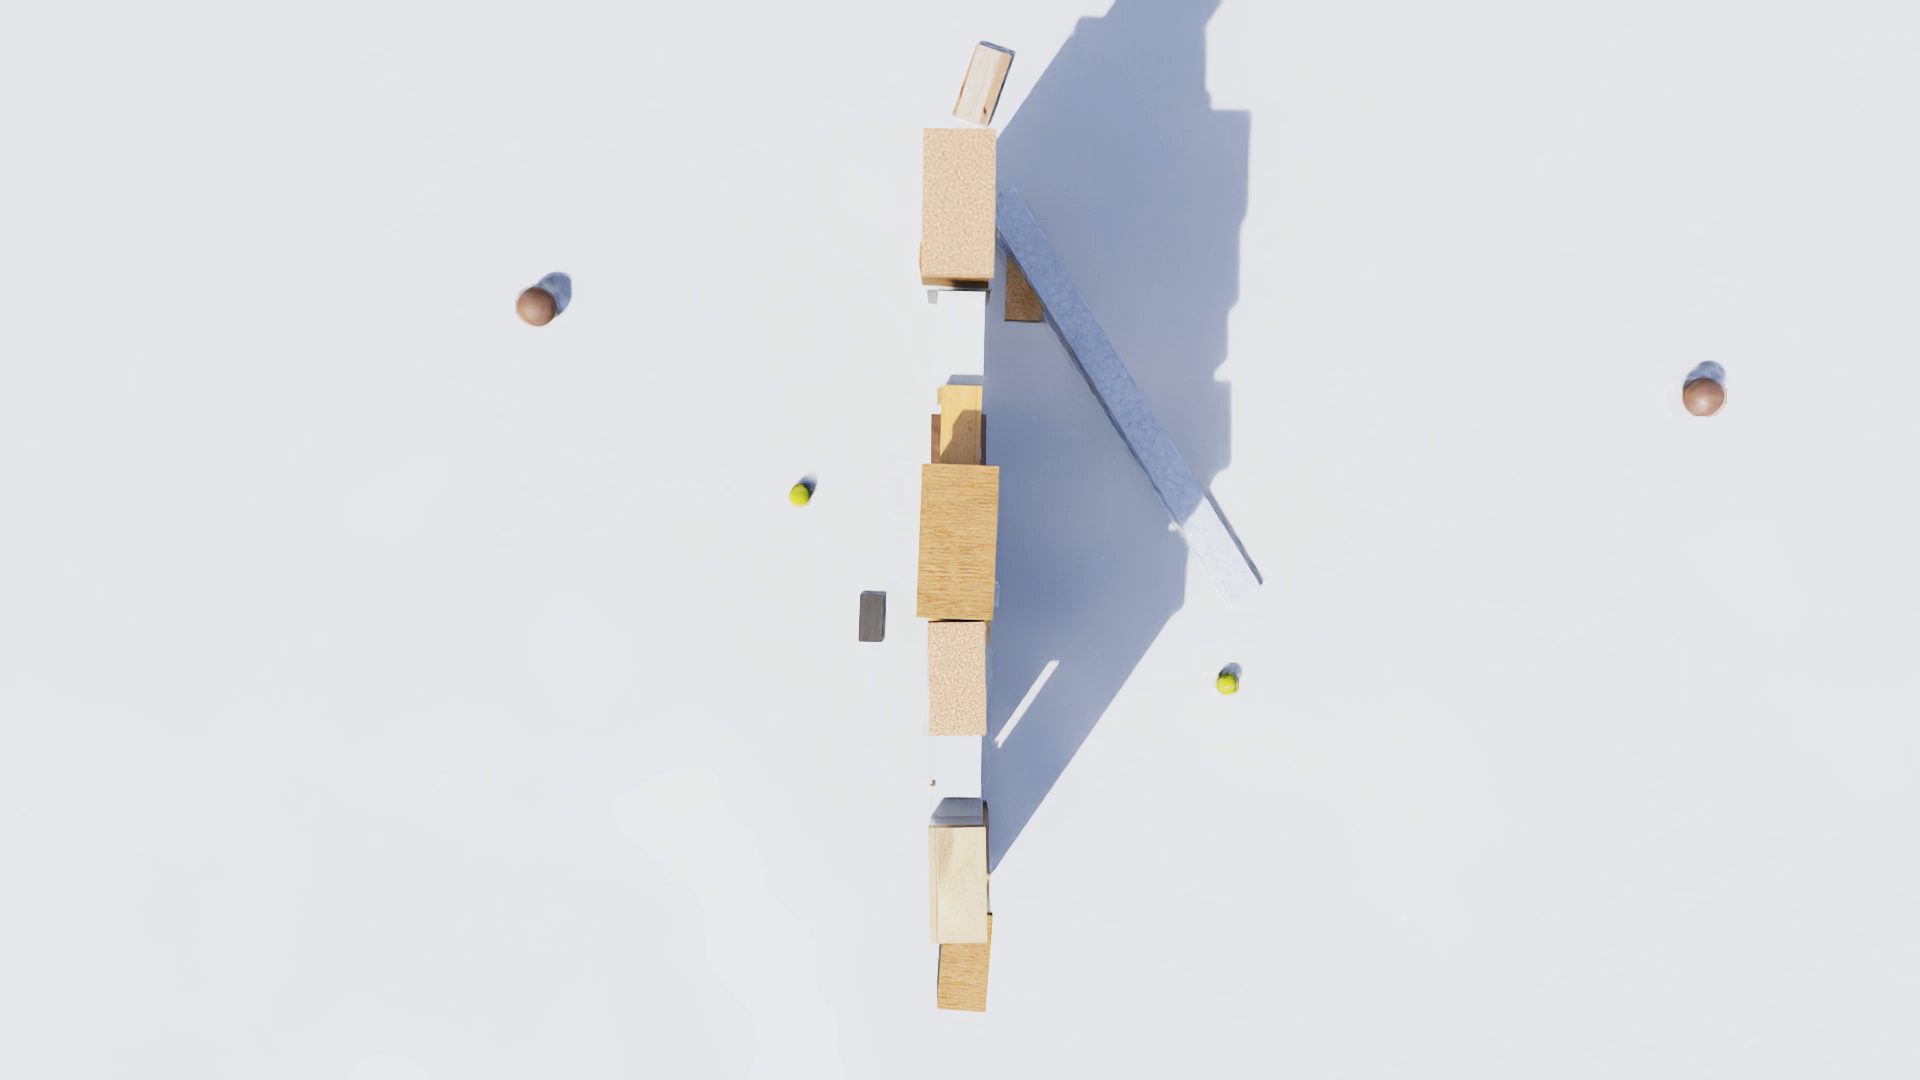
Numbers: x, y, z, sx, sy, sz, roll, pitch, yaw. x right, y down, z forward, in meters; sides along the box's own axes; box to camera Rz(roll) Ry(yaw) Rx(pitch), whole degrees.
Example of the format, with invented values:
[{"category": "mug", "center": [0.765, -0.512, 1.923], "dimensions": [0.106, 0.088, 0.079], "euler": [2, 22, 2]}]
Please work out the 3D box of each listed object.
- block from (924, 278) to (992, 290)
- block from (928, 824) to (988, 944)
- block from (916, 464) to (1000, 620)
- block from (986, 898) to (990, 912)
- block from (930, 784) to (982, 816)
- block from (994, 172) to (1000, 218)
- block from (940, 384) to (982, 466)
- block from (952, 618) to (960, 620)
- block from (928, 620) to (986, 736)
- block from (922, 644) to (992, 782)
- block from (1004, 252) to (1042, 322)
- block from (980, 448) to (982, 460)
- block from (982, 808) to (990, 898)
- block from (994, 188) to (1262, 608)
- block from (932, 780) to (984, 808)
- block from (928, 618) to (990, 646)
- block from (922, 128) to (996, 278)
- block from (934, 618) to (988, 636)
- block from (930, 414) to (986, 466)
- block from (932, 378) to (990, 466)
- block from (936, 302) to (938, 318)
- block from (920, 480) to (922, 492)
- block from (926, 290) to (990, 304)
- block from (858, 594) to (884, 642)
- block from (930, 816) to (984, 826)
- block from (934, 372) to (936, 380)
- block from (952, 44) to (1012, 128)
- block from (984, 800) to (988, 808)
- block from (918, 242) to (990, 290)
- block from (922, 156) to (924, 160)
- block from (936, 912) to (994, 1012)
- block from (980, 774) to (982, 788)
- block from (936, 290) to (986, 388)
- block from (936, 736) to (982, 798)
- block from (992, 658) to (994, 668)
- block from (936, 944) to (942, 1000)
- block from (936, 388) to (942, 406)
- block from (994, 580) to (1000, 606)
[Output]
[{"category": "block", "center": [-0.001, -0.816, 4.216], "dimensions": [0.173, 0.049, 0.347], "euler": [1, 90, 0]}, {"category": "block", "center": [-0.006, 0.810, 3.889], "dimensions": [0.135, 0.038, 0.271], "euler": [-1, 90, 0]}, {"category": "block", "center": [-0.005, 0.004, 3.816], "dimensions": [0.177, 0.050, 0.355], "euler": [2, 90, 0]}, {"category": "block", "center": [0.018, 0.984, 4.333], "dimensions": [0.123, 0.247, 0.035], "euler": [4, 92, 0]}, {"category": "block", "center": [-0.009, 0.757, 4.198], "dimensions": [0.134, 0.038, 0.268], "euler": [-1, 90, 0]}, {"category": "block", "center": [0.017, -0.930, 4.414], "dimensions": [0.173, 0.347, 0.049], "euler": [5, 90, 0]}, {"category": "block", "center": [0.002, -0.277, 3.990], "dimensions": [0.096, 0.027, 0.193], "euler": [2, 90, 0]}, {"category": "block", "center": [-0.001, 0.173, 4.366], "dimensions": [0.105, 0.030, 0.210], "euler": [2, 90, 0]}, {"category": "block", "center": [-0.007, 0.320, 3.826], "dimensions": [0.132, 0.037, 0.264], "euler": [-1, 94, 0]}, {"category": "block", "center": [-0.007, 0.432, 4.135], "dimensions": [0.167, 0.047, 0.334], "euler": [2, 86, 0]}, {"category": "block", "center": [0.216, -0.851, 5.483], "dimensions": [0.122, 0.035, 0.245], "euler": [3, 90, 0]}, {"category": "block", "center": [0.004, -0.209, 4.100], "dimensions": [0.096, 0.193, 0.027], "euler": [1, 89, 0]}, {"category": "block", "center": [0.000, 0.911, 4.583], "dimensions": [0.163, 0.046, 0.326], "euler": [-1, 90, 0]}, {"category": "block", "center": [0.535, -0.469, 5.450], "dimensions": [0.122, 0.035, 1.553], "euler": [-32, 92, -11]}, {"category": "block", "center": [-0.008, 0.666, 4.351], "dimensions": [0.134, 0.268, 0.038], "euler": [0, 90, 0]}, {"category": "block", "center": [-0.001, 0.173, 4.615], "dimensions": [0.173, 0.049, 0.347], "euler": [2, 90, 0]}, {"category": "block", "center": [-0.003, -0.782, 3.831], "dimensions": [0.168, 0.048, 0.337], "euler": [1, 90, 0]}, {"category": "block", "center": [-0.004, 0.228, 4.096], "dimensions": [0.132, 0.511, 0.037], "euler": [3, 90, 0]}, {"category": "block", "center": [-0.004, -0.180, 4.216], "dimensions": [0.140, 0.040, 0.281], "euler": [1, 90, 0]}, {"category": "block", "center": [0.003, -0.298, 4.786], "dimensions": [0.169, 0.048, 0.337], "euler": [0, 90, 0]}, {"category": "block", "center": [0.001, -0.568, 4.170], "dimensions": [0.116, 0.232, 0.033], "euler": [2, 90, 0]}, {"category": "block", "center": [-0.004, -0.112, 4.019], "dimensions": [0.177, 0.355, 0.050], "euler": [1, 90, 0]}, {"category": "block", "center": [-0.003, -0.701, 4.485], "dimensions": [0.173, 0.488, 0.049], "euler": [1, 90, 0]}, {"category": "block", "center": [-0.296, 0.261, 5.489], "dimensions": [0.077, 0.022, 0.155], "euler": [2, 90, 0]}, {"category": "block", "center": [-0.007, 0.719, 4.043], "dimensions": [0.135, 0.271, 0.038], "euler": [-1, 90, 0]}, {"category": "block", "center": [-0.003, -0.409, 4.206], "dimensions": [0.116, 0.304, 0.033], "euler": [9, 90, 0]}, {"category": "block", "center": [0.073, -1.509, 5.483], "dimensions": [0.122, 0.035, 0.245], "euler": [19, 90, 0]}, {"category": "block", "center": [-0.001, 0.802, 4.769], "dimensions": [0.163, 0.326, 0.046], "euler": [-1, 90, 0]}, {"category": "block", "center": [-0.011, -0.667, 4.024], "dimensions": [0.168, 0.337, 0.048], "euler": [4, 90, 0]}, {"category": "block", "center": [-0.003, -0.892, 4.024], "dimensions": [0.168, 0.337, 0.048], "euler": [2, 90, 0]}, {"category": "block", "center": [0.013, 1.069, 4.192], "dimensions": [0.123, 0.035, 0.247], "euler": [5, 90, 0]}, {"category": "block", "center": [-0.002, 0.601, 4.036], "dimensions": [0.106, 0.287, 0.030], "euler": [1, 76, 0]}, {"category": "block", "center": [0.001, -0.490, 4.038], "dimensions": [0.116, 0.033, 0.232], "euler": [1, 90, 0]}, {"category": "block", "center": [-0.003, 0.496, 3.880], "dimensions": [0.106, 0.030, 0.212], "euler": [1, 88, 0]}, {"category": "block", "center": [0.000, 0.323, 4.380], "dimensions": [0.167, 0.422, 0.047], "euler": [2, 90, 0]}, {"category": "block", "center": [0.002, 1.155, 4.855], "dimensions": [0.123, 1.291, 0.035], "euler": [0, 90, 0]}, {"category": "block", "center": [-0.004, -0.484, 4.514], "dimensions": [0.116, 0.033, 0.232], "euler": [1, 90, 0]}, {"category": "block", "center": [0.003, 0.124, 4.096], "dimensions": [0.177, 0.510, 0.050], "euler": [3, 90, 0]}]
